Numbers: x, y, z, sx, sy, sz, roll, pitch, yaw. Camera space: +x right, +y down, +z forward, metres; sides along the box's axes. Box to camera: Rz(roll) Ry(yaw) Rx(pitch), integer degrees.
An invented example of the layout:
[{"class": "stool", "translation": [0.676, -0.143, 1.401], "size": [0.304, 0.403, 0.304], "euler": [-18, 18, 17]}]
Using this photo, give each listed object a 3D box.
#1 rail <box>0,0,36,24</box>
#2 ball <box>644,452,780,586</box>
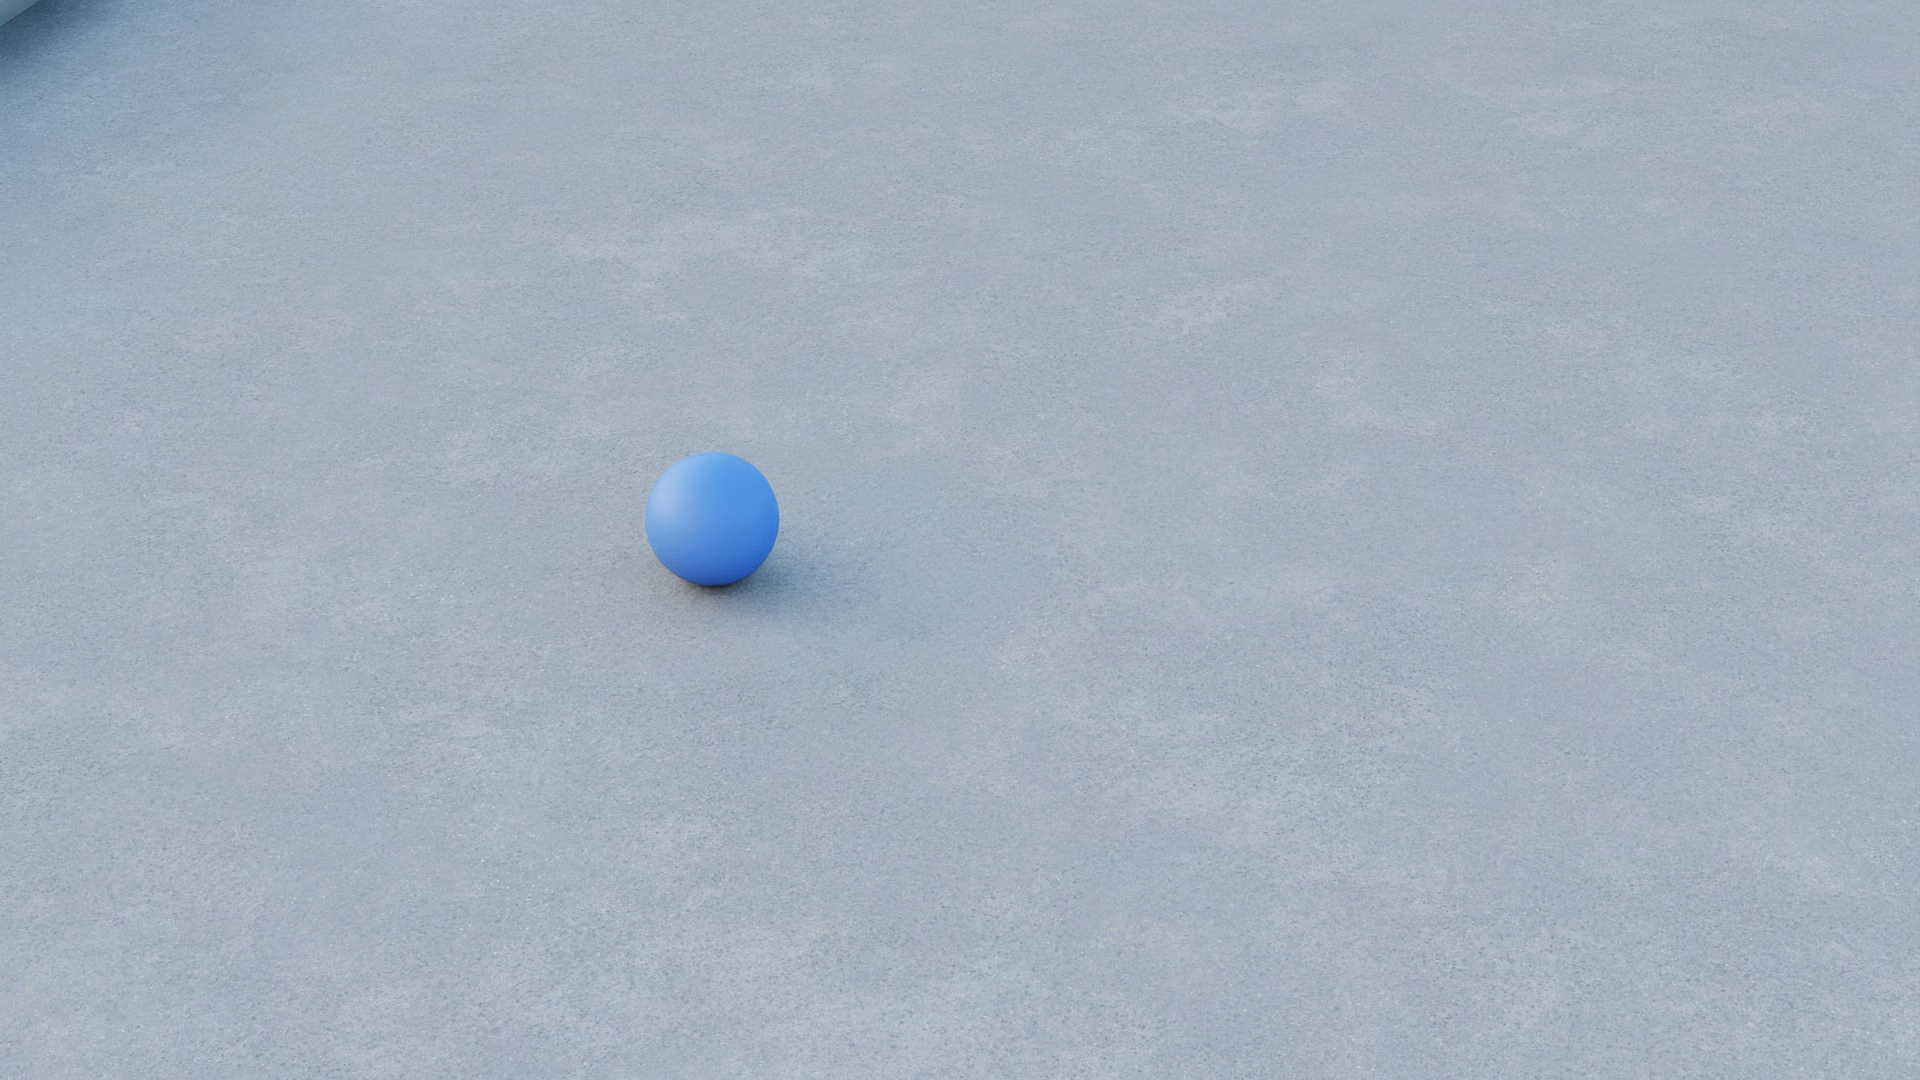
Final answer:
[{"class": "rail", "translation": [-0.701, -0.607, 2.644], "size": [0.045, 0.097, 3.926], "euler": [7, 31, 12]}, {"class": "ball", "translation": [-0.138, -0.012, 1.639], "size": [0.075, 0.075, 0.075], "euler": [0, 30, 0]}]
